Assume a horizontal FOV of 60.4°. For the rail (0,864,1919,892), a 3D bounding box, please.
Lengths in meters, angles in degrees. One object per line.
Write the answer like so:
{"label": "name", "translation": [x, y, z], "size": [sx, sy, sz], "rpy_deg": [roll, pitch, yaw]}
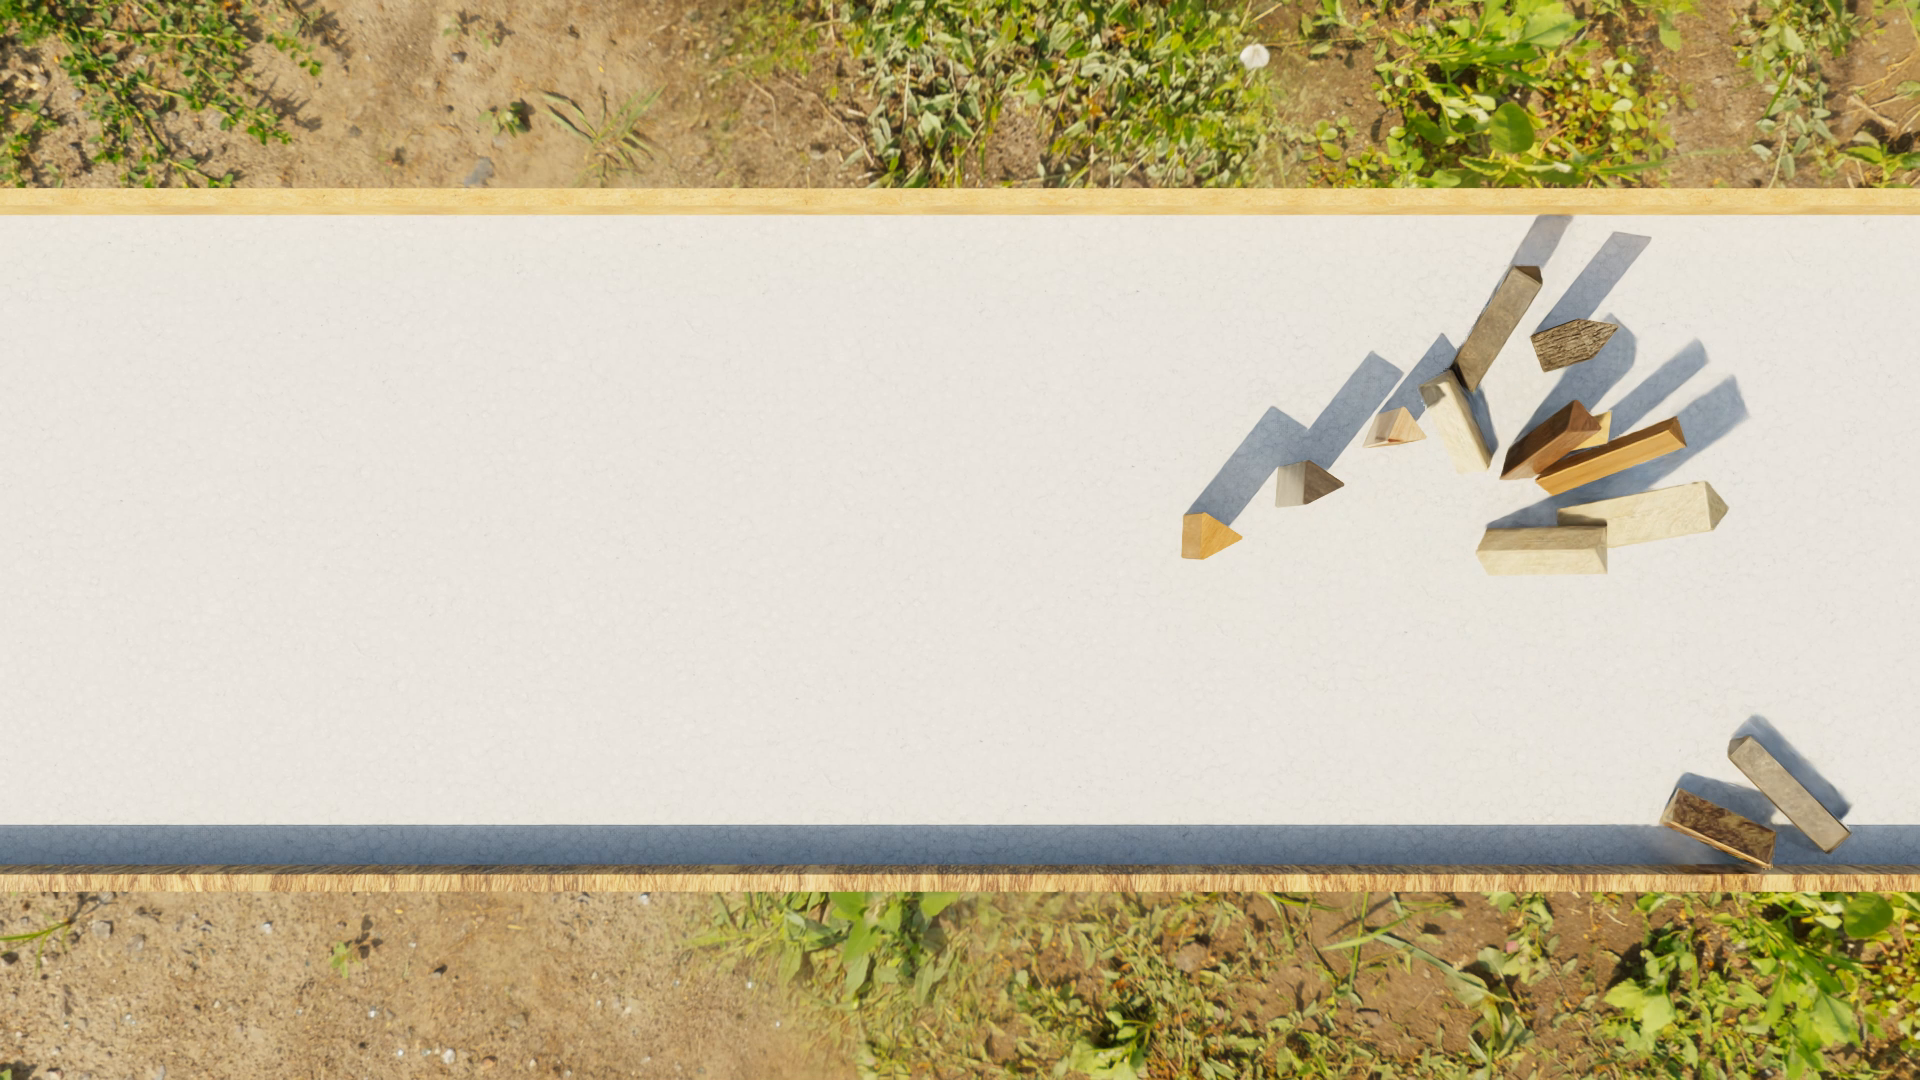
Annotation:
{"label": "rail", "translation": [-2.247, 1.025, 5.001], "size": [12.000, 0.150, 0.050], "rpy_deg": [0, 90, 0]}

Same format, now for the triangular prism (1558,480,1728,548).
{"label": "triangular prism", "translation": [1.987, -0.077, 4.847], "size": [0.142, 0.460, 0.123], "rpy_deg": [-36, 104, -39]}

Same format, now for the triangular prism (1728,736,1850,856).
{"label": "triangular prism", "translation": [2.522, 0.764, 5.014], "size": [0.424, 0.095, 0.082], "rpy_deg": [45, 127, 0]}

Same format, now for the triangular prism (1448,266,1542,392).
{"label": "triangular prism", "translation": [1.600, -0.621, 4.895], "size": [0.099, 0.406, 0.086], "rpy_deg": [-3, 47, -27]}

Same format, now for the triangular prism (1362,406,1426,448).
{"label": "triangular prism", "translation": [1.290, -0.338, 4.926], "size": [0.112, 0.302, 0.097], "rpy_deg": [-6, 90, 0]}

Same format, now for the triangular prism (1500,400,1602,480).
{"label": "triangular prism", "translation": [1.733, -0.296, 4.884], "size": [0.111, 0.384, 0.097], "rpy_deg": [-5, 72, -14]}

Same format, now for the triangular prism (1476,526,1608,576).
{"label": "triangular prism", "translation": [1.732, 0.034, 4.923], "size": [0.349, 0.123, 0.143], "rpy_deg": [-2, 90, 35]}

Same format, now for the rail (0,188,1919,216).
{"label": "rail", "translation": [-2.247, -1.025, 5.002], "size": [12.000, 0.150, 0.050], "rpy_deg": [0, 90, 0]}

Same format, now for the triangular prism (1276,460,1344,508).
{"label": "triangular prism", "translation": [1.005, -0.177, 4.863], "size": [0.125, 0.426, 0.108], "rpy_deg": [-26, 90, 0]}

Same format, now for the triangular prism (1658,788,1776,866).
{"label": "triangular prism", "translation": [2.286, 0.891, 4.972], "size": [0.303, 0.110, 0.127], "rpy_deg": [24, 114, 10]}

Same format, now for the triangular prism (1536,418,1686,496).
{"label": "triangular prism", "translation": [1.925, -0.256, 4.898], "size": [0.091, 0.436, 0.079], "rpy_deg": [30, 55, -28]}

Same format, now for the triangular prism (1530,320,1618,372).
{"label": "triangular prism", "translation": [1.795, -0.595, 4.884], "size": [0.105, 0.384, 0.121], "rpy_deg": [39, 90, 0]}

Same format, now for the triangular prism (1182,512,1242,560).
{"label": "triangular prism", "translation": [0.716, -0.026, 4.875], "size": [0.133, 0.404, 0.115], "rpy_deg": [-28, 90, 0]}

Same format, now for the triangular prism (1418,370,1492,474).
{"label": "triangular prism", "translation": [1.517, -0.349, 4.990], "size": [0.116, 0.100, 0.306], "rpy_deg": [-28, 102, 2]}

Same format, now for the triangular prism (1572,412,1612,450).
{"label": "triangular prism", "translation": [1.830, -0.331, 4.918], "size": [0.094, 0.308, 0.081], "rpy_deg": [42, 80, -6]}
